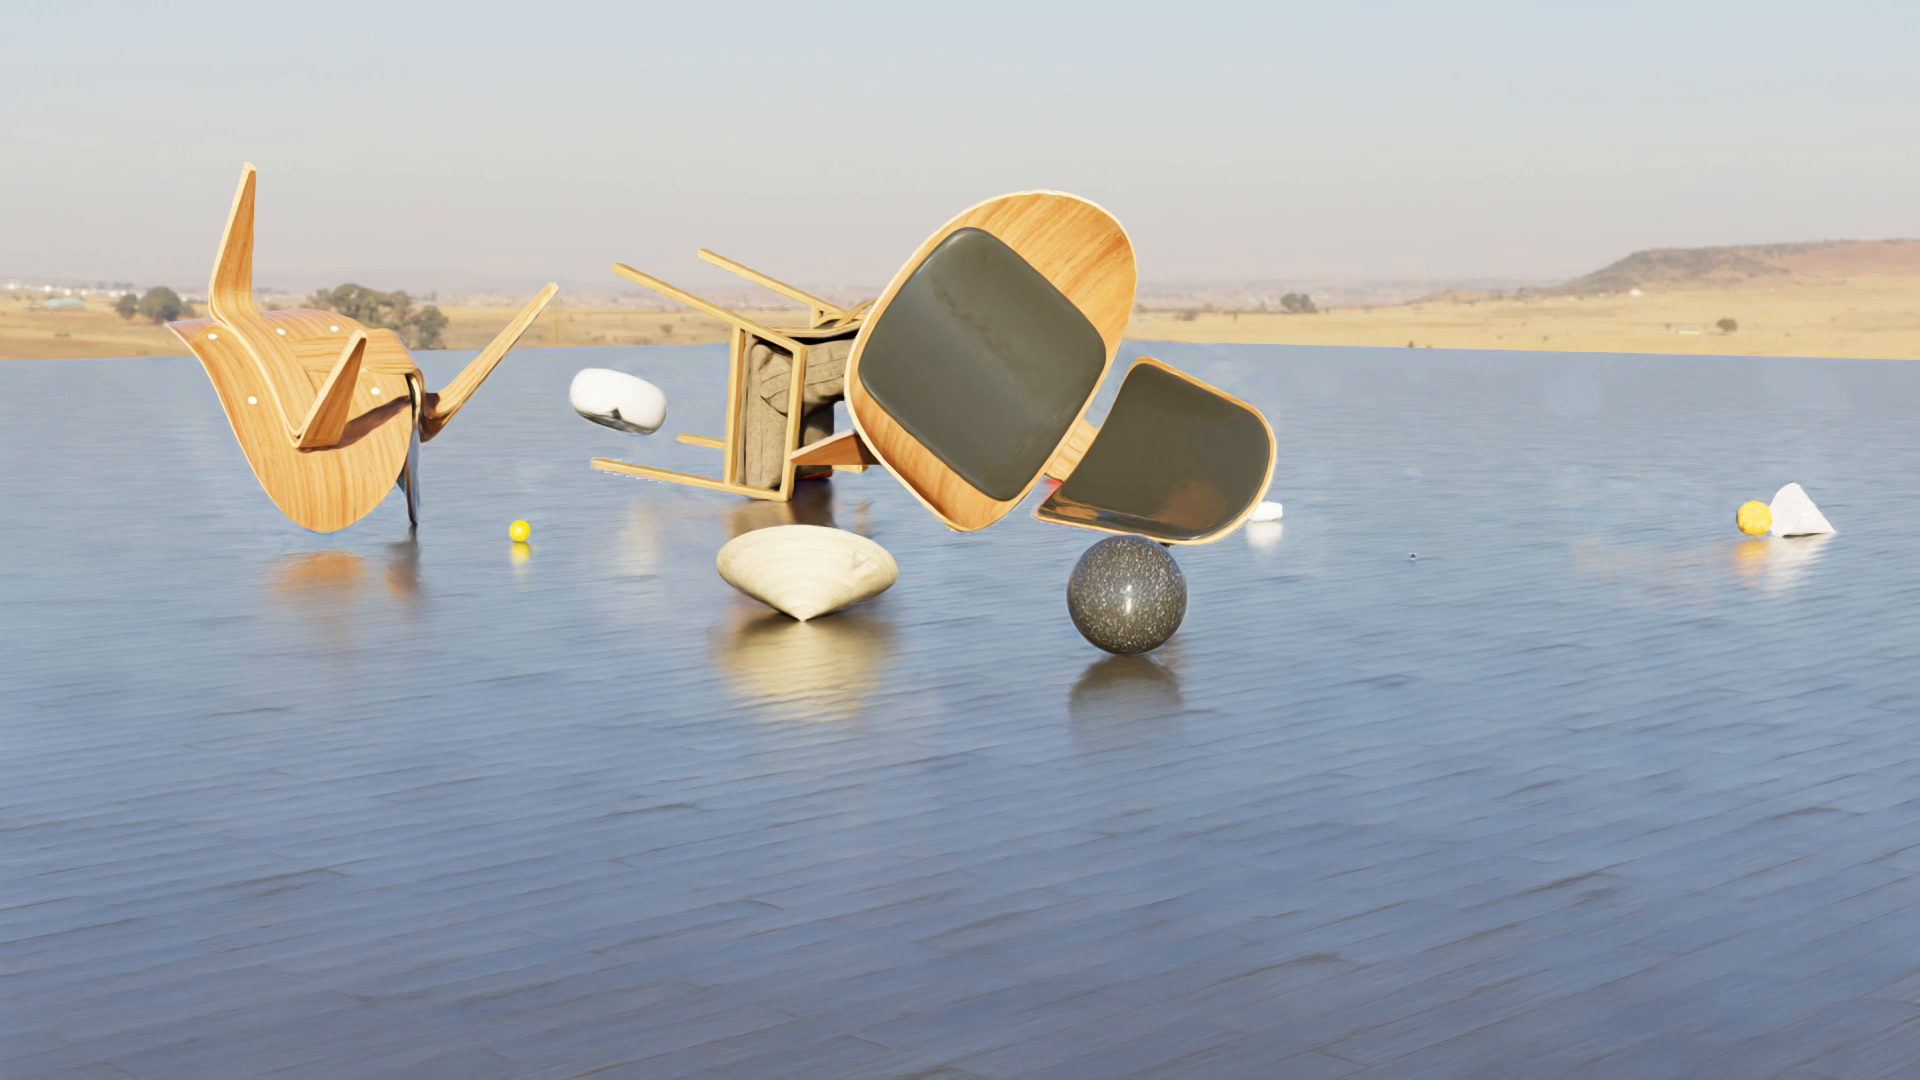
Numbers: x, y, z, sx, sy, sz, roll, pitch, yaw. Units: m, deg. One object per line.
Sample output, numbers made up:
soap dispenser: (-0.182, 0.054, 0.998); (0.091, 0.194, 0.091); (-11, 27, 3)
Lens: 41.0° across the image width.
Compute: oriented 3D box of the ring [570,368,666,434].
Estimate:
ring: (-1.070, -0.434, 8.055); (0.244, 0.144, 0.386); (5, -10, 31)

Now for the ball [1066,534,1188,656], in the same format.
ball: (0.290, 0.095, 4.457); (0.212, 0.212, 0.212); (0, 6, 0)

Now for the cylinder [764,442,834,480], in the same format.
cylinder: (-0.523, -0.258, 8.362); (0.181, 0.113, 0.167); (-3, 15, -25)

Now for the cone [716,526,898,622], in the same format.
cone: (-0.299, 0.105, 4.937); (0.353, 0.121, 0.297); (1, -33, 2)

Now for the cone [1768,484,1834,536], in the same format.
cone: (2.176, -0.049, 6.560); (0.201, 0.140, 0.104); (19, -1, -32)
